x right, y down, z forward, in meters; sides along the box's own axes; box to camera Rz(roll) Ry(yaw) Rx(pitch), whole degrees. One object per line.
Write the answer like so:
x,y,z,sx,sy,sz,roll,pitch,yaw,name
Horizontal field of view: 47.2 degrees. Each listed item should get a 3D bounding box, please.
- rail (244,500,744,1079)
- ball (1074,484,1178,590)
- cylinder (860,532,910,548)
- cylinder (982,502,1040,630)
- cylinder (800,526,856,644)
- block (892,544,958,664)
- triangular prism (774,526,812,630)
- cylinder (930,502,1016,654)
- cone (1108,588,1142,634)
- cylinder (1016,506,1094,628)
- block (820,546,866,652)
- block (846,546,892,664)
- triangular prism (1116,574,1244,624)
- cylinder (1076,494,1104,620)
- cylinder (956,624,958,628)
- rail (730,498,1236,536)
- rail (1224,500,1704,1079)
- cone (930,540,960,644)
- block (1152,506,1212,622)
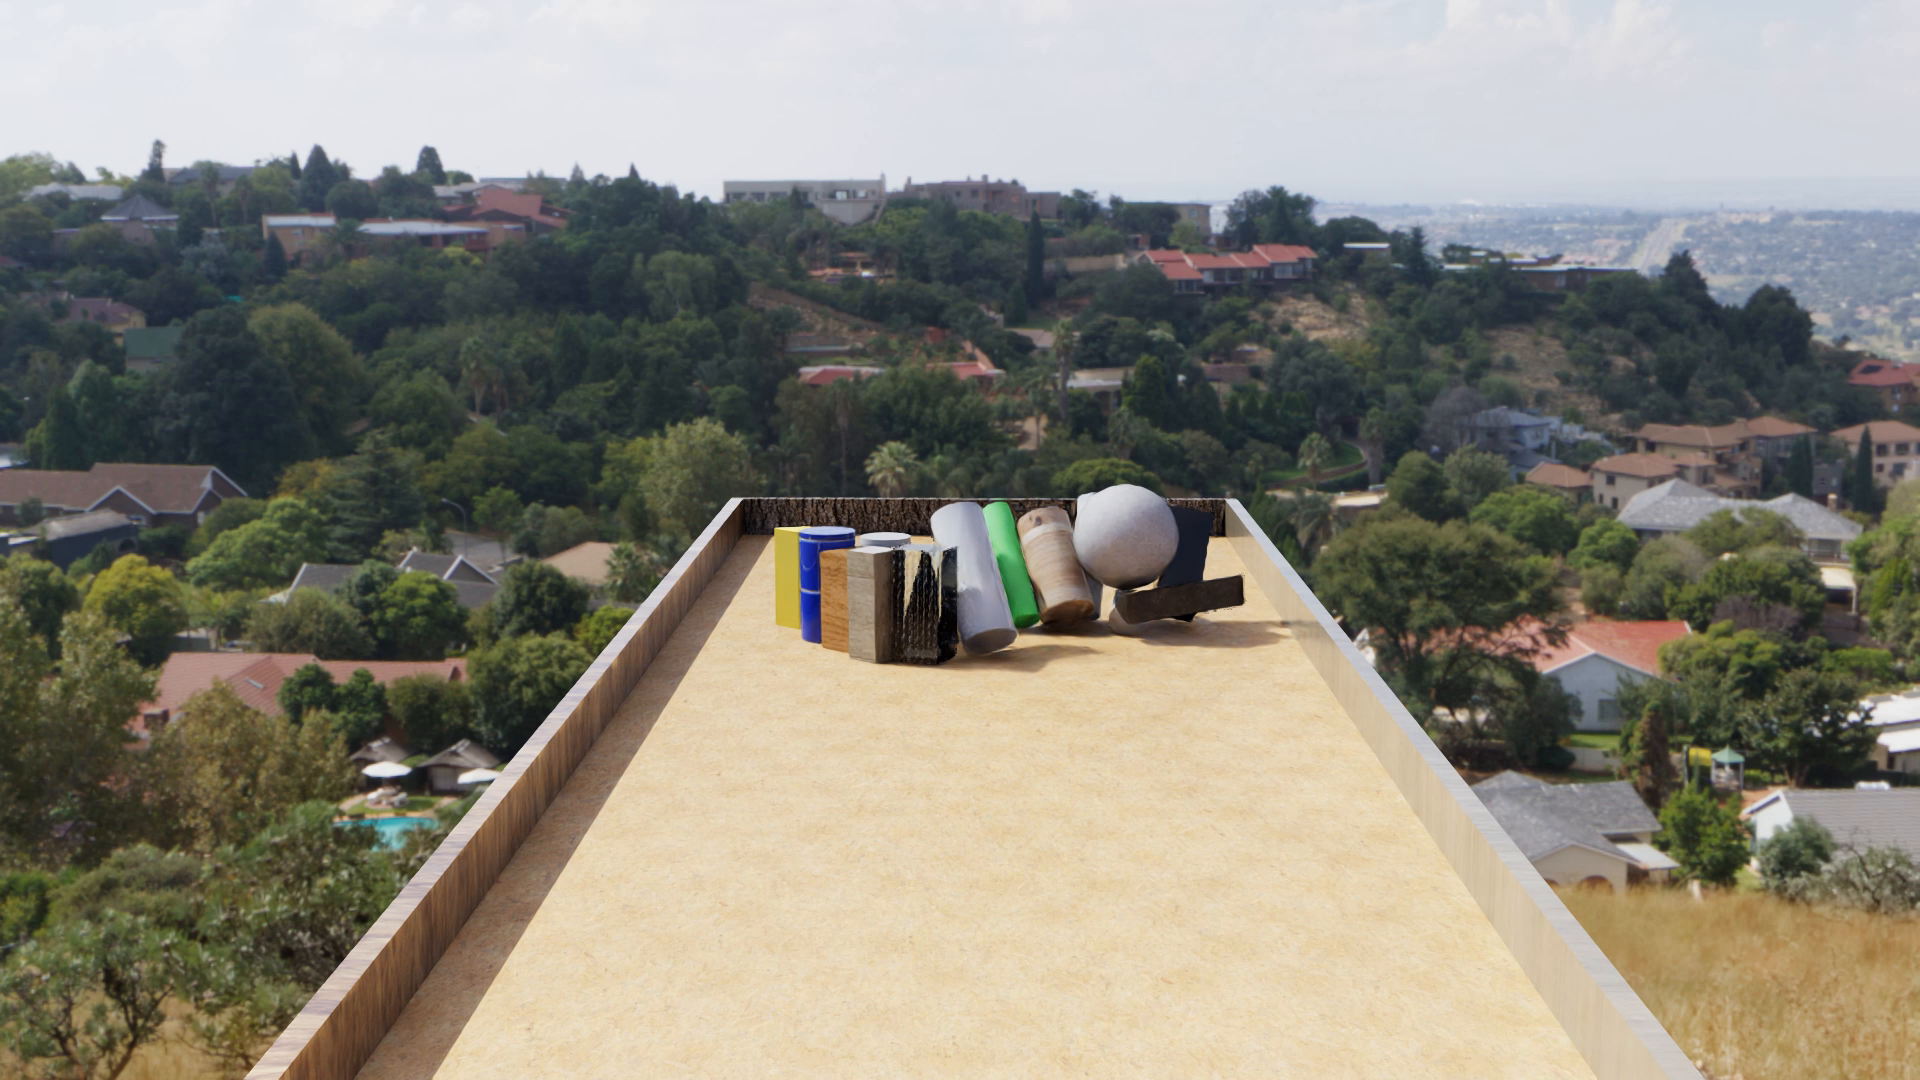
-1.004,0.839,3.234,0.050,0.150,12.000,0,9,1,rail
0.536,-0.009,7.101,0.339,0.339,0.339,0,9,0,ball
-0.243,0.136,7.189,0.164,0.301,0.164,0,9,0,cylinder
0.165,0.082,7.240,0.100,0.432,0.100,-11,-30,-6,cylinder
-0.420,0.142,7.001,0.177,0.348,0.177,0,9,0,cylinder
-0.108,0.193,6.685,0.149,0.342,0.149,4,8,22,block
-0.526,0.121,7.223,0.107,0.321,0.124,-9,13,-44,triangular prism
0.040,0.117,6.818,0.169,0.450,0.169,-12,-28,-6,cylinder
0.542,0.162,7.221,0.113,0.113,0.382,1,29,3,cone
0.311,0.089,7.209,0.177,0.357,0.177,-11,-29,-6,cylinder
-0.311,0.185,6.859,0.175,0.304,0.175,-9,11,-44,block
-0.262,0.196,6.699,0.111,0.335,0.111,7,11,40,block
0.710,0.175,7.025,0.423,0.086,0.099,-9,39,-23,triangular prism
0.431,0.056,7.335,0.113,0.412,0.113,6,-20,2,cylinder
0.030,0.113,7.182,0.138,0.335,0.138,-5,5,0,cylinder
0.099,-0.098,9.147,2.100,0.150,0.050,0,9,1,rail
1.046,0.843,3.208,0.050,0.150,12.000,0,9,1,rail
-0.088,0.155,6.955,0.177,0.338,0.177,0,9,0,cone
0.728,0.079,7.269,0.143,0.340,0.143,11,-17,-1,block
